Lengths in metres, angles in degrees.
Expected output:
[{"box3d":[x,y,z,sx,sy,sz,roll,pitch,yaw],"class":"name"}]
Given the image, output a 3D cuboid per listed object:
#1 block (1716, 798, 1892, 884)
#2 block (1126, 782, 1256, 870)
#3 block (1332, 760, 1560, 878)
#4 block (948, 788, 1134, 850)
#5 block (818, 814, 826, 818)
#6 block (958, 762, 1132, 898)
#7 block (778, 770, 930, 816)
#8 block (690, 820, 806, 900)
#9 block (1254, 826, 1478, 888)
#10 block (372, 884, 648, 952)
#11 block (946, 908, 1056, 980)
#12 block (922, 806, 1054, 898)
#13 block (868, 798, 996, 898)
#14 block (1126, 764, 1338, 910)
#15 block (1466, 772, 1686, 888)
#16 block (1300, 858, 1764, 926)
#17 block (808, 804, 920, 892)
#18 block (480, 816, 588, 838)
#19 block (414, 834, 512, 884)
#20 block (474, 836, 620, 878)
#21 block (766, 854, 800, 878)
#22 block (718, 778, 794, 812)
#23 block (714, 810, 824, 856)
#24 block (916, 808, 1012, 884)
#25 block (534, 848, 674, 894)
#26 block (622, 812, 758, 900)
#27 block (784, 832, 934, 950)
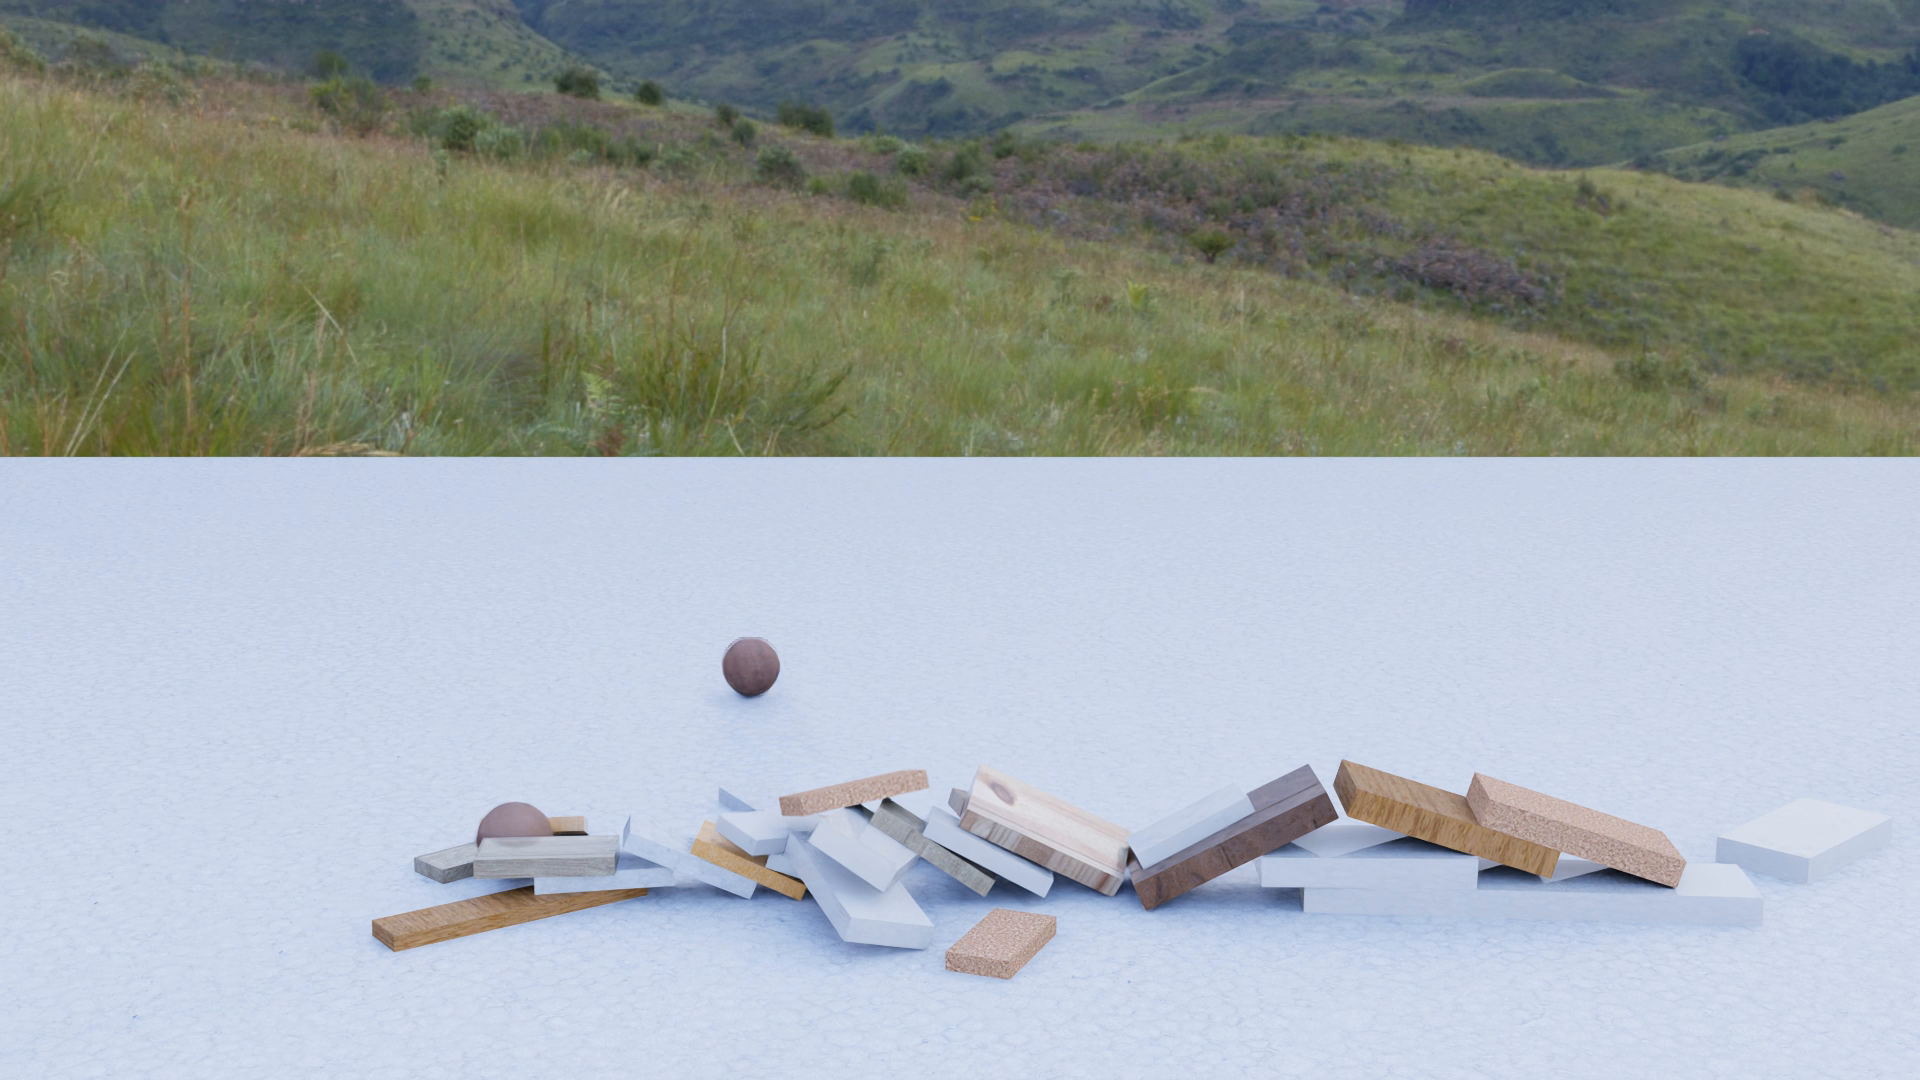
[{"box3d":[1.491,0.527,3.878,0.330,0.047,0.165,-10,15,-43],"class":"block"},{"box3d":[0.382,0.476,3.667,0.208,0.029,0.104,-27,9,-2],"class":"block"},{"box3d":[0.802,0.460,3.643,0.347,0.049,0.174,17,10,-1],"class":"block"},{"box3d":[0.155,0.496,3.806,0.347,0.029,0.104,16,6,-18],"class":"block"},{"box3d":[-0.184,0.529,3.913,0.212,0.030,0.106,4,11,22],"class":"block"},{"box3d":[0.145,0.486,3.697,0.284,0.040,0.142,25,28,-2],"class":"block"},{"box3d":[-0.177,0.423,3.678,0.226,0.032,0.113,-10,-2,-24],"class":"block"},{"box3d":[-0.347,0.534,3.675,0.200,0.028,0.100,24,10,-3],"class":"block"},{"box3d":[0.664,0.523,3.640,0.347,0.049,0.174,0,11,1],"class":"block"},{"box3d":[-0.725,0.596,3.568,0.441,0.026,0.091,-8,13,-36],"class":"block"},{"box3d":[0.065,0.624,3.406,0.104,0.029,0.208,4,11,22],"class":"block"},{"box3d":[0.046,0.517,3.657,0.226,0.032,0.113,27,4,-1],"class":"block"},{"box3d":[-0.043,0.509,3.663,0.226,0.032,0.113,33,4,1],"class":"block"},{"box3d":[0.446,0.491,3.649,0.347,0.049,0.174,-26,9,4],"class":"block"},{"box3d":[1.013,0.477,3.630,0.330,0.047,0.165,18,10,1],"class":"block"},{"box3d":[0.929,0.574,3.627,0.727,0.047,0.165,1,11,5],"class":"block"},{"box3d":[-0.148,0.494,3.564,0.142,0.040,0.284,33,4,7],"class":"block"},{"box3d":[-0.760,0.512,3.928,0.182,0.026,0.091,-1,-12,-5],"class":"block"},{"box3d":[-0.841,0.551,3.807,0.182,0.026,0.091,-10,15,-44],"class":"block"},{"box3d":[-0.679,0.522,3.628,0.227,0.032,0.113,-1,11,-4],"class":"block"},{"box3d":[-0.216,0.548,3.667,0.200,0.028,0.100,17,12,4],"class":"block"},{"box3d":[-0.359,0.494,4.106,0.106,0.030,0.212,-6,12,-29],"class":"block"},{"box3d":[-0.302,0.488,3.685,0.100,0.028,0.200,26,15,39],"class":"block"},{"box3d":[0.017,0.530,3.822,0.242,0.030,0.106,18,20,37],"class":"block"},{"box3d":[-0.593,0.549,3.661,0.227,0.032,0.113,-2,11,-11],"class":"block"},{"box3d":[-0.450,0.526,3.667,0.227,0.032,0.113,23,6,-11],"class":"block"},{"box3d":[-0.165,0.558,3.521,0.142,0.040,0.314,11,13,-25],"class":"block"}]
